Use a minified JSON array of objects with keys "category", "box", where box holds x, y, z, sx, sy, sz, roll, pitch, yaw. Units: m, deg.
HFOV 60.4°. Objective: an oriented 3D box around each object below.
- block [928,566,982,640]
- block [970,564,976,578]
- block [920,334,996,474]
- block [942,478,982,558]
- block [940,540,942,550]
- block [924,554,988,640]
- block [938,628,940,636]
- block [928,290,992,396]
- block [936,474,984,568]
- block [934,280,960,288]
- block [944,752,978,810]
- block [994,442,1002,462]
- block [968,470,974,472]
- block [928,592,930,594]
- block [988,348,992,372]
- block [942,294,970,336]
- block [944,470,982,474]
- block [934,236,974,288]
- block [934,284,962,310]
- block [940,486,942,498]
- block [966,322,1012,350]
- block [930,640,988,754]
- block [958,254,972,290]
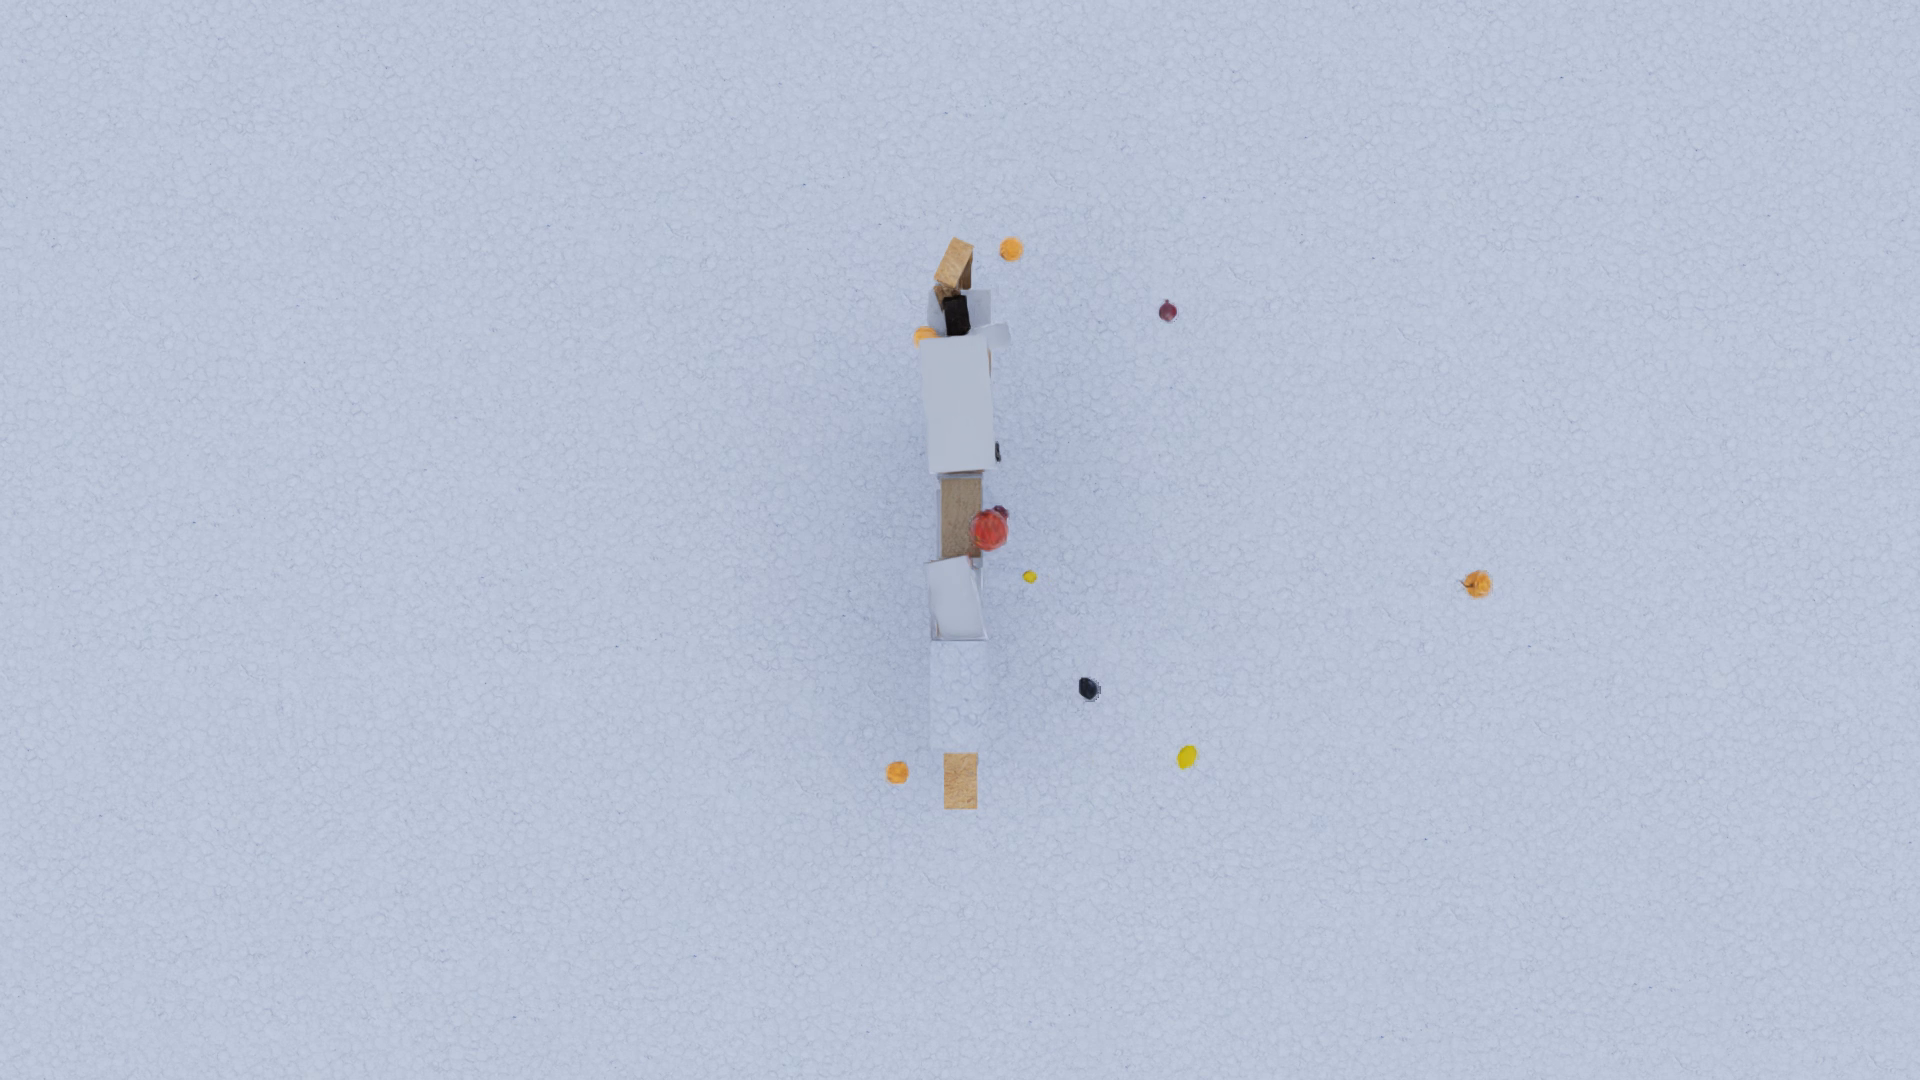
[{"category":"block","box":[-0.011,0.236,4.928,0.157,0.044,0.313,-2,91,0]},{"category":"block","box":[-0.017,0.089,4.778,0.122,0.245,0.035,5,91,3]},{"category":"block","box":[-0.006,-0.360,4.379,0.178,0.050,0.355,-5,90,0]},{"category":"block","box":[0.003,-0.063,4.758,0.115,0.033,0.230,0,90,0]},{"category":"block","box":[0.002,0.014,4.889,0.115,0.230,0.033,0,90,0]},{"category":"block","box":[-0.010,0.174,4.626,0.122,0.035,0.245,-13,91,13]},{"category":"block","box":[-0.002,0.254,4.781,0.122,0.245,0.035,-3,89,0]},{"category":"block","box":[0.000,-0.542,4.786,0.180,0.051,0.360,-1,90,0]},{"category":"block","box":[-0.001,-0.059,5.024,0.141,0.040,0.282,0,90,0]},{"category":"block","box":[-0.036,-0.716,4.690,0.065,0.131,0.018,-10,75,-1]},{"category":"block","box":[0.002,0.718,5.029,0.102,0.029,0.203,0,90,0]},{"category":"block","box":[0.015,-0.230,4.707,0.178,0.605,0.050,-10,92,0]},{"category":"block","box":[0.004,-0.277,5.019,0.071,0.020,0.141,-3,92,-1]},{"category":"block","box":[-0.012,0.134,5.108,0.157,0.313,0.044,-3,90,2]},{"category":"block","box":[-0.006,-0.482,4.582,0.178,0.356,0.050,-2,90,0]},{"category":"block","box":[-0.008,-0.632,4.710,0.068,0.019,0.135,-9,129,0]},{"category":"block","box":[-0.002,-0.336,5.192,0.144,0.041,0.287,0,90,0]},{"category":"block","box":[-0.017,-0.776,4.617,0.065,0.018,0.131,24,83,3]},{"category":"block","box":[-0.031,-0.694,4.691,0.068,0.135,0.019,-13,74,5]},{"category":"block","box":[0.002,-0.139,4.890,0.115,0.230,0.033,0,90,0]},{"category":"block","box":[0.083,-0.581,4.746,0.135,0.019,0.068,-16,97,-30]},{"category":"block","box":[-0.004,0.433,4.575,0.155,0.044,0.310,0,91,0]},{"category":"block","box":[0.001,-0.798,5.065,0.065,0.869,0.018,0,90,0]}]
